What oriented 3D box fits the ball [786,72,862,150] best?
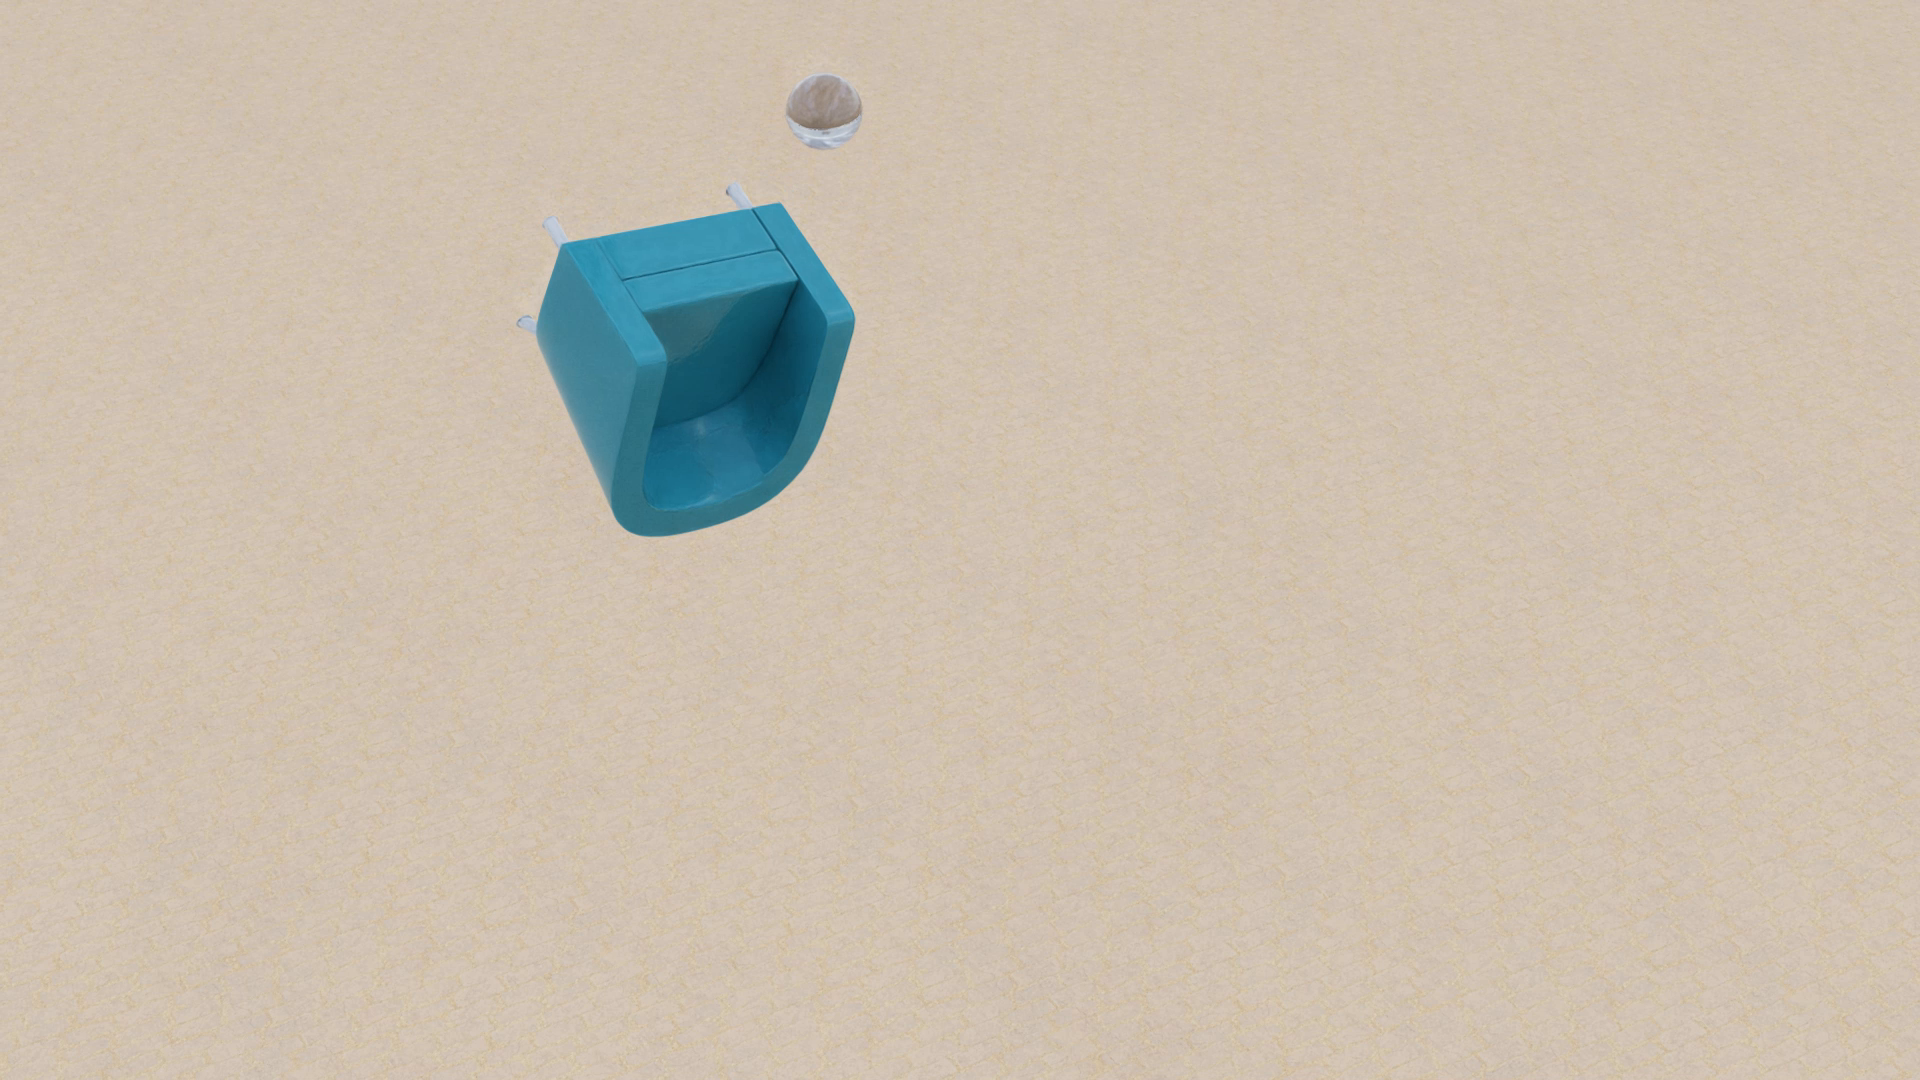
[{"bbox_3d":[-0.420,-1.327,9.076,0.239,0.239,0.239,0,33,0],"label":"ball"}]
